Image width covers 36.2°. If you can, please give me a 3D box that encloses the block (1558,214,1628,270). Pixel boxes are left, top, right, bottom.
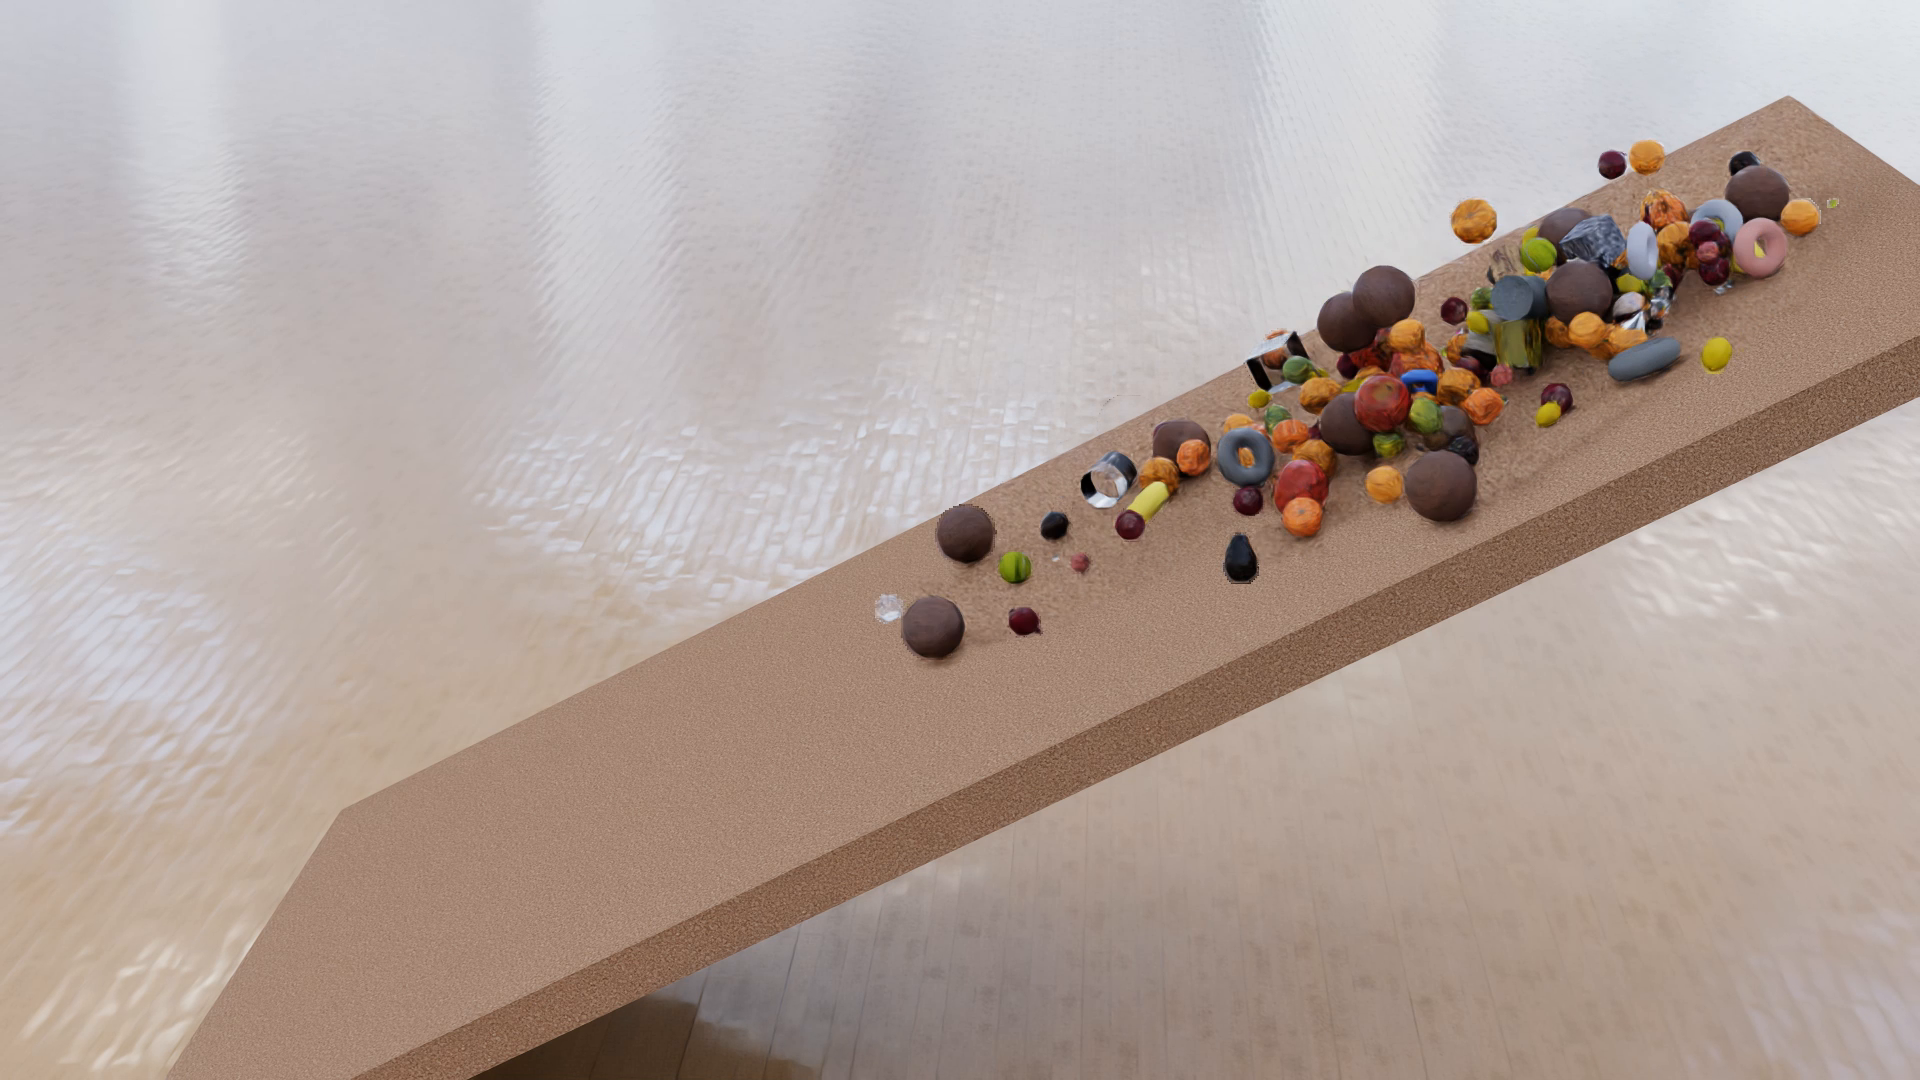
[{"bbox_3d":[1.285,-0.598,5.963,0.083,0.083,0.083,-43,15,-27],"label":"block"}]

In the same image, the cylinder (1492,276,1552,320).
[{"bbox_3d":[1.117,-0.482,5.852,0.090,0.090,0.090,12,11,34],"label":"cylinder"}]

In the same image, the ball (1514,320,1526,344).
[{"bbox_3d":[1.152,-0.431,6.117,0.051,0.051,0.051,0,17,0],"label":"ball"}]

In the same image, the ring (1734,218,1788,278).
[{"bbox_3d":[1.546,-0.564,5.682,0.116,0.116,0.039,-7,6,-20],"label":"ring"}]

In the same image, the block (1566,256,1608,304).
[{"bbox_3d":[1.242,-0.516,5.830,0.071,0.071,0.071,-4,19,8],"label":"block"}]

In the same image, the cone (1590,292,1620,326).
[{"bbox_3d":[1.306,-0.474,5.867,0.074,0.074,0.074,-2,-17,-8],"label":"cone"}]

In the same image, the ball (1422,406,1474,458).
[{"bbox_3d":[0.936,-0.209,5.646,0.100,0.100,0.100,0,17,0],"label":"ball"}]

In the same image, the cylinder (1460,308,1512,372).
[{"bbox_3d":[1.074,-0.404,5.959,0.093,0.093,0.093,23,-16,7],"label":"cylinder"}]

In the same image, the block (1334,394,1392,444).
[{"bbox_3d":[0.826,-0.248,6.023,0.071,0.071,0.071,-43,11,-14],"label":"block"}]

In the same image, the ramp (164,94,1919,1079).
[{"bbox_3d":[0.140,0.167,6.281,4.000,0.100,2.000,-26,14,10],"label":"ramp"}]

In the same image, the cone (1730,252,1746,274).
[{"bbox_3d":[1.562,-0.544,5.750,0.077,0.077,0.077,-13,31,-37],"label":"cone"}]

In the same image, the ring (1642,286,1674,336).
[{"bbox_3d":[1.354,-0.445,5.705,0.035,0.106,0.106,22,23,13],"label":"ring"}]

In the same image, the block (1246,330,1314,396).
[{"bbox_3d":[0.733,-0.405,6.745,0.098,0.098,0.098,-20,17,33],"label":"block"}]

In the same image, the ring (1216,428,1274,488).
[{"bbox_3d":[0.579,-0.168,5.975,0.126,0.126,0.042,-6,-10,-19],"label":"ring"}]

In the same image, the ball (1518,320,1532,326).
[{"bbox_3d":[1.171,-0.493,6.198,0.090,0.090,0.090,0,17,0],"label":"ball"}]

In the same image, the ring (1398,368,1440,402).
[{"bbox_3d":[0.915,-0.309,5.867,0.084,0.084,0.028,0,50,-1],"label":"ring"}]

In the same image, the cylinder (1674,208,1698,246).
[{"bbox_3d":[1.536,-0.654,6.116,0.071,0.071,0.071,-16,3,42],"label":"cylinder"}]

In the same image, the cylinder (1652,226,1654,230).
[{"bbox_3d":[1.450,-0.636,6.240,0.051,0.051,0.051,-14,24,6],"label":"cylinder"}]

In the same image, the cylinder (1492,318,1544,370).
[{"bbox_3d":[1.113,-0.390,5.866,0.092,0.092,0.092,-7,1,0],"label":"cylinder"}]

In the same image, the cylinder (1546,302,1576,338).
[{"bbox_3d":[1.229,-0.449,6.013,0.057,0.057,0.057,5,27,16],"label":"cylinder"}]

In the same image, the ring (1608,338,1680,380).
[{"bbox_3d":[1.284,-0.340,5.523,0.140,0.047,0.140,-23,6,3],"label":"ring"}]

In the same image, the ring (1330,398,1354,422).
[{"bbox_3d":[0.828,-0.277,6.251,0.087,0.029,0.087,-28,12,7],"label":"ring"}]

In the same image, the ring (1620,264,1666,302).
[{"bbox_3d":[1.371,-0.515,5.905,0.101,0.034,0.101,9,50,-11],"label":"ring"}]

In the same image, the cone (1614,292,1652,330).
[{"bbox_3d":[1.273,-0.432,5.534,0.072,0.072,0.072,0,3,0],"label":"cone"}]

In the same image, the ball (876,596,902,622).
[{"bbox_3d":[-0.159,0.153,6.587,0.058,0.058,0.058,0,17,0],"label":"ball"}]

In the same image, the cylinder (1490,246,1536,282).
[{"bbox_3d":[1.206,-0.589,6.414,0.091,0.091,0.091,5,-5,16],"label":"cylinder"}]

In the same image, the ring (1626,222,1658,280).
[{"bbox_3d":[1.323,-0.560,5.701,0.038,0.113,0.113,-2,14,30],"label":"ring"}]

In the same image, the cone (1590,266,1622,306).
[{"bbox_3d":[1.316,-0.501,6.058,0.097,0.097,0.097,7,60,23],"label":"cone"}]

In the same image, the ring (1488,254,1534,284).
[{"bbox_3d":[1.240,-0.613,6.624,0.110,0.037,0.110,-27,15,8],"label":"ring"}]

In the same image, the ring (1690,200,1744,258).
[{"bbox_3d":[1.531,-0.631,5.948,0.117,0.117,0.039,16,14,42],"label":"ring"}]

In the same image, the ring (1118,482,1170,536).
[{"bbox_3d":[0.377,-0.064,6.048,0.046,0.137,0.137,42,27,6],"label":"ring"}]
